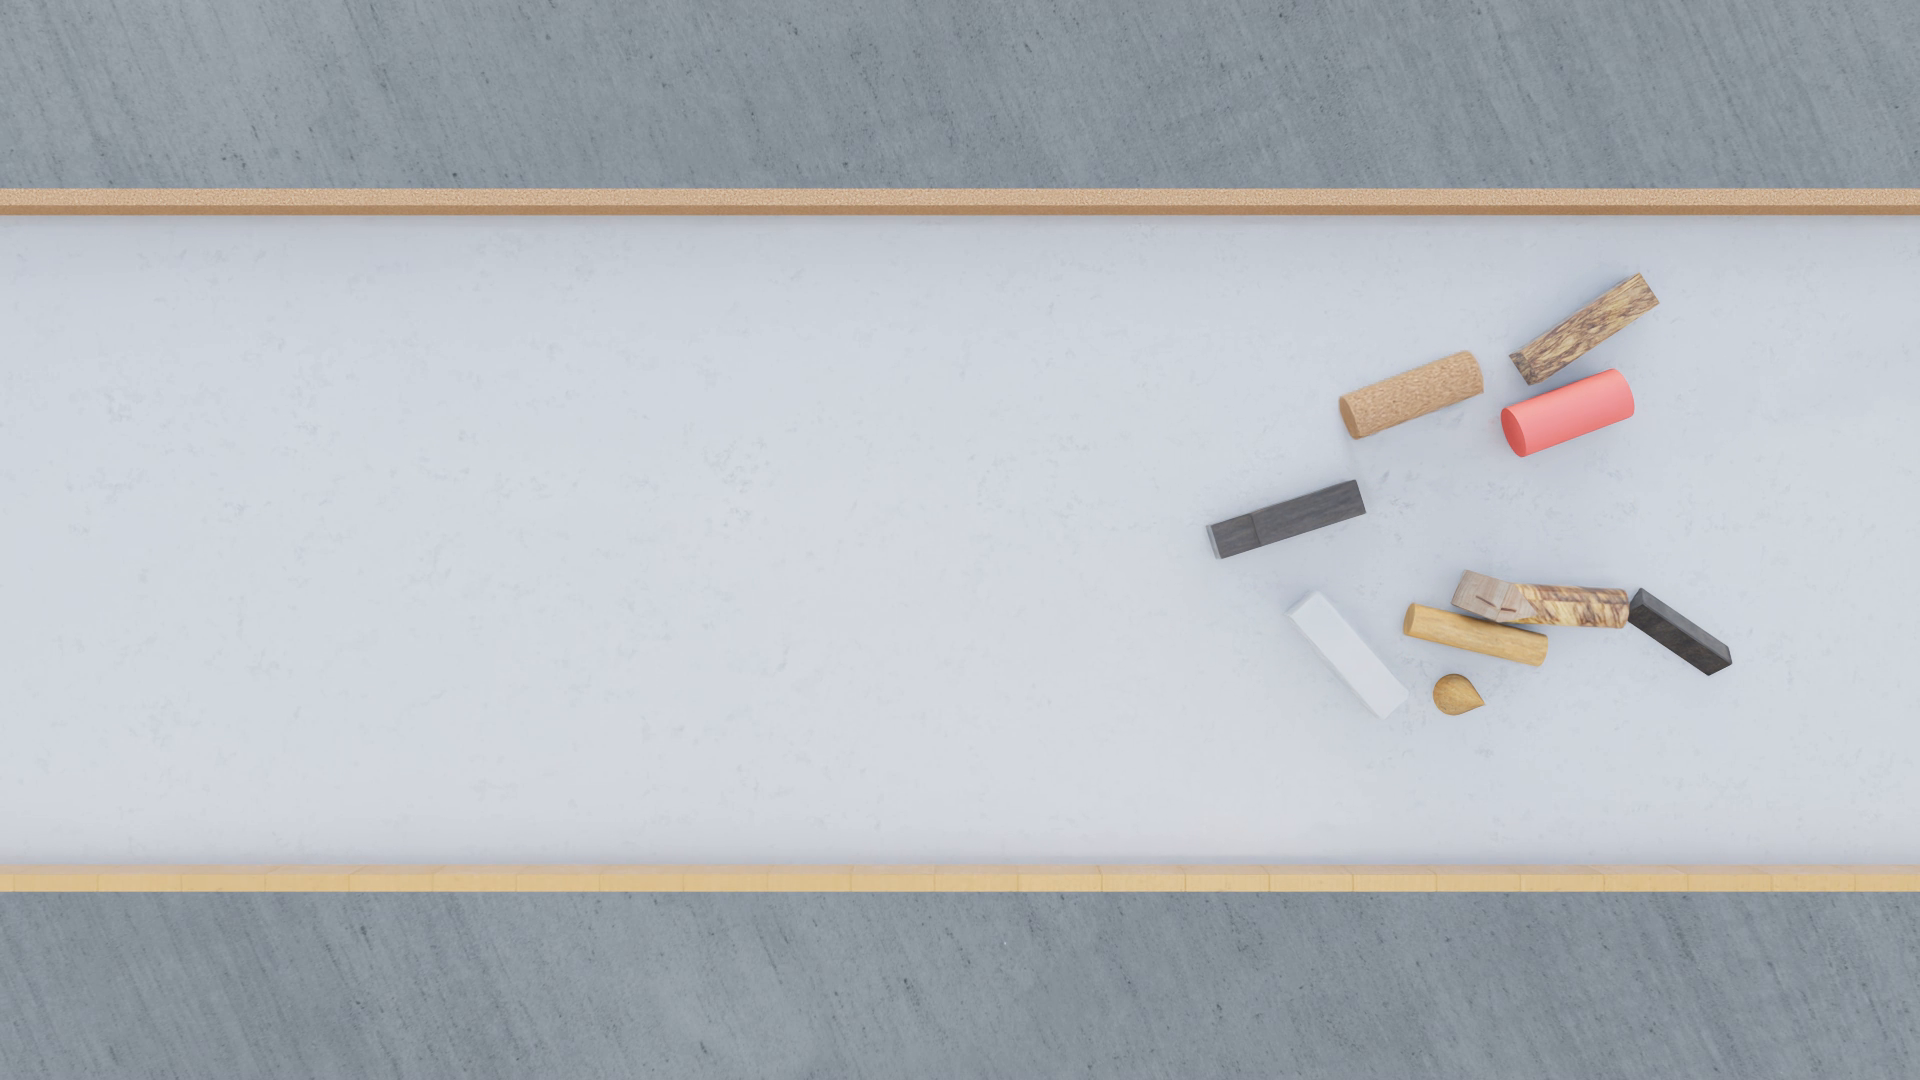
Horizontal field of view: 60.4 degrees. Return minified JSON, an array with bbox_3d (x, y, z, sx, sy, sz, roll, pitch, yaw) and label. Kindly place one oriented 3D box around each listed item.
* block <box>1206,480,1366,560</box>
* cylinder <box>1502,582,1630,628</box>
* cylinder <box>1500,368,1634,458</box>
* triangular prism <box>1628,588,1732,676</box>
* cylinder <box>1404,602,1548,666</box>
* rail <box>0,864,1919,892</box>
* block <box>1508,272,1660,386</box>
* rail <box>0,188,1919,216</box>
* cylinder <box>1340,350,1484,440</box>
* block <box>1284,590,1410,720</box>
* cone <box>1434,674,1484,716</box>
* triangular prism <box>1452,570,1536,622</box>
[{"bbox_3d":[0.990,-0.062,5.023,0.460,0.108,0.108,-18,90,0],"label":"block"},{"bbox_3d":[1.824,0.199,5.015,0.372,0.123,0.123,3,90,0],"label":"cylinder"},{"bbox_3d":[1.839,-0.385,4.997,0.347,0.159,0.159,-20,90,0],"label":"cylinder"},{"bbox_3d":[2.198,0.283,5.028,0.325,0.093,0.107,34,90,0],"label":"triangular prism"},{"bbox_3d":[1.570,0.289,5.026,0.415,0.102,0.102,13,90,0],"label":"cylinder"},{"bbox_3d":[-2.247,1.025,5.001,12.000,0.150,0.050,0,90,0],"label":"rail"},{"bbox_3d":[1.898,-0.641,5.020,0.429,0.113,0.113,-34,90,0],"label":"block"},{"bbox_3d":[-2.247,-1.025,5.002,12.000,0.150,0.050,0,90,0],"label":"rail"},{"bbox_3d":[1.370,-0.439,5.008,0.405,0.138,0.138,-20,90,0],"label":"cylinder"},{"bbox_3d":[1.175,0.348,5.020,0.114,0.114,0.418,-41,90,0],"label":"block"},{"bbox_3d":[1.520,0.476,4.922,0.129,0.309,0.129,0,90,0],"label":"cone"},{"bbox_3d":[1.563,0.156,4.865,0.116,0.417,0.100,-10,95,0],"label":"triangular prism"}]
